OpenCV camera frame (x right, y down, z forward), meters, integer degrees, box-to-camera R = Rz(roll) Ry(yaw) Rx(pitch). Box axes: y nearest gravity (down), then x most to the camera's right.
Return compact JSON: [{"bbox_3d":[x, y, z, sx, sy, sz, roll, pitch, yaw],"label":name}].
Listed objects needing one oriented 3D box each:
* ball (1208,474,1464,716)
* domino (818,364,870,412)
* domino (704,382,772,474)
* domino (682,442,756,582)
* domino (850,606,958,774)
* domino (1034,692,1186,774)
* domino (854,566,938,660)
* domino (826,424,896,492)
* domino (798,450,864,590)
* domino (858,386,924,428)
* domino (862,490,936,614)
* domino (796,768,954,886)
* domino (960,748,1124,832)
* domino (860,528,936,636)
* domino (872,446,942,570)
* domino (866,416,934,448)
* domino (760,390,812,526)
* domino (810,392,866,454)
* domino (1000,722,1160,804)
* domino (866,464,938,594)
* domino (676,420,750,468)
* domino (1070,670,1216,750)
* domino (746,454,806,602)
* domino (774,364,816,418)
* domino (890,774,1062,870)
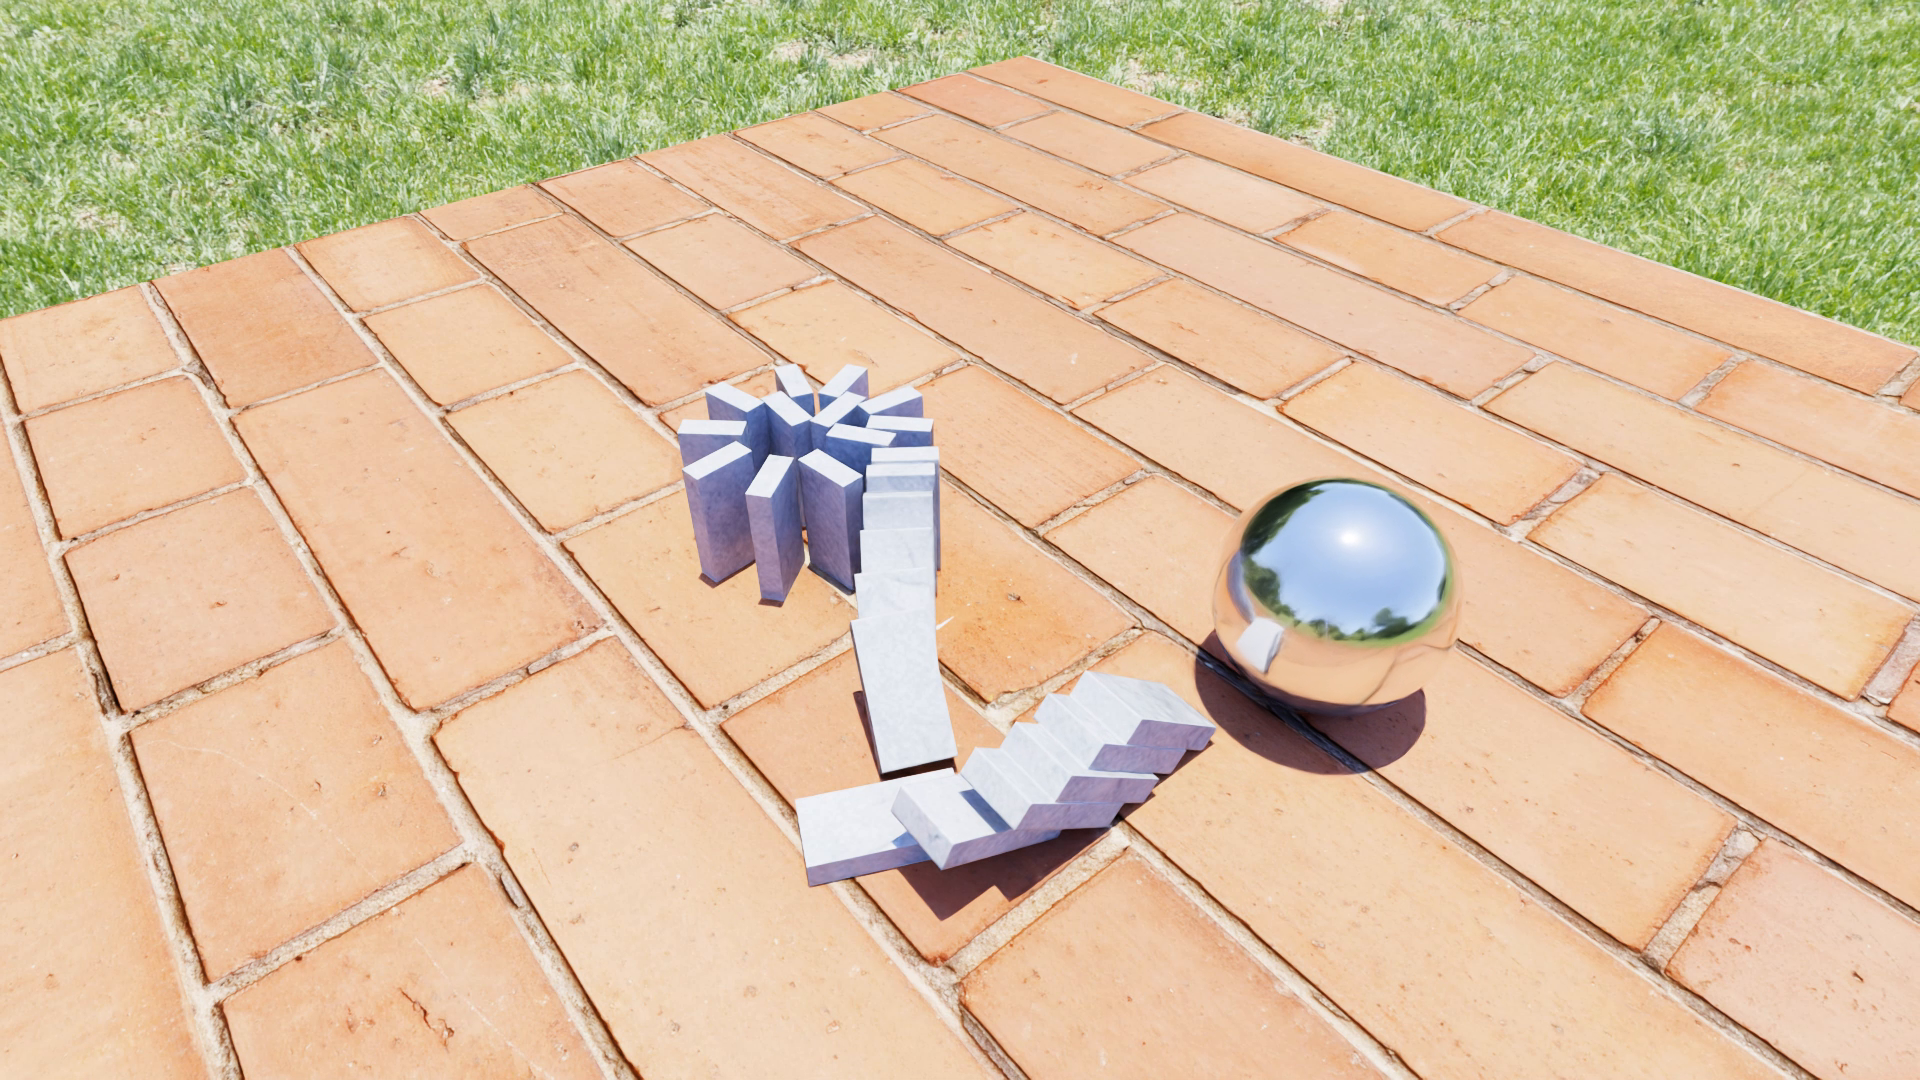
[{"bbox_3d":[0.124,0.018,0.365,0.080,0.080,0.080,0,39,0],"label":"ball"},{"bbox_3d":[-0.048,-0.046,0.468,0.009,0.050,0.025,15,42,18],"label":"domino"},{"bbox_3d":[-0.091,-0.038,0.458,0.025,0.050,0.009,27,46,29],"label":"domino"},{"bbox_3d":[-0.090,-0.010,0.424,0.010,0.050,0.025,31,48,32],"label":"domino"},{"bbox_3d":[-0.019,0.049,0.361,0.025,0.009,0.050,-10,77,-12],"label":"domino"},{"bbox_3d":[0.048,0.061,0.346,0.050,0.010,0.025,16,18,-49],"label":"domino"},{"bbox_3d":[-0.021,0.036,0.376,0.025,0.010,0.050,-6,80,-7],"label":"domino"},{"bbox_3d":[-0.038,-0.020,0.436,0.025,0.050,0.009,11,37,14],"label":"domino"},{"bbox_3d":[-0.048,-0.007,0.420,0.025,0.050,0.009,31,48,32],"label":"domino"},{"bbox_3d":[-0.028,-0.037,0.456,0.025,0.050,0.010,-24,43,-27],"label":"domino"},{"bbox_3d":[-0.022,0.008,0.403,0.025,0.050,0.009,-2,11,-2],"label":"domino"},{"bbox_3d":[-0.023,0.087,0.337,0.050,0.010,0.025,-9,40,-11],"label":"domino"},{"bbox_3d":[0.025,0.075,0.329,0.050,0.009,0.025,16,19,-50],"label":"domino"},{"bbox_3d":[-0.022,0.021,0.390,0.025,0.050,0.009,-2,-2,-3],"label":"domino"},{"bbox_3d":[-0.020,-0.011,0.425,0.025,0.050,0.009,-2,33,-2],"label":"domino"},{"bbox_3d":[-0.023,-0.025,0.442,0.025,0.050,0.010,4,36,5],"label":"domino"},{"bbox_3d":[-0.069,-0.033,0.452,0.010,0.050,0.025,-25,46,-28],"label":"domino"},{"bbox_3d":[-0.048,-0.033,0.451,0.010,0.050,0.025,20,43,23],"label":"domino"},{"bbox_3d":[0.037,0.069,0.337,0.050,0.009,0.025,16,18,-49],"label":"domino"},{"bbox_3d":[-0.022,-0.004,0.415,0.025,0.050,0.010,-2,27,-2],"label":"domino"},{"bbox_3d":[-0.096,-0.024,0.441,0.025,0.050,0.009,2,39,2],"label":"domino"},{"bbox_3d":[0.060,0.055,0.353,0.050,0.010,0.025,16,18,-49],"label":"domino"},{"bbox_3d":[-0.069,-0.004,0.417,0.009,0.050,0.025,8,40,10],"label":"domino"},{"bbox_3d":[-0.069,-0.047,0.468,0.009,0.050,0.025,-15,42,-18],"label":"domino"},{"bbox_3d":[0.007,0.081,0.327,0.050,0.010,0.025,1,30,-45],"label":"domino"}]
